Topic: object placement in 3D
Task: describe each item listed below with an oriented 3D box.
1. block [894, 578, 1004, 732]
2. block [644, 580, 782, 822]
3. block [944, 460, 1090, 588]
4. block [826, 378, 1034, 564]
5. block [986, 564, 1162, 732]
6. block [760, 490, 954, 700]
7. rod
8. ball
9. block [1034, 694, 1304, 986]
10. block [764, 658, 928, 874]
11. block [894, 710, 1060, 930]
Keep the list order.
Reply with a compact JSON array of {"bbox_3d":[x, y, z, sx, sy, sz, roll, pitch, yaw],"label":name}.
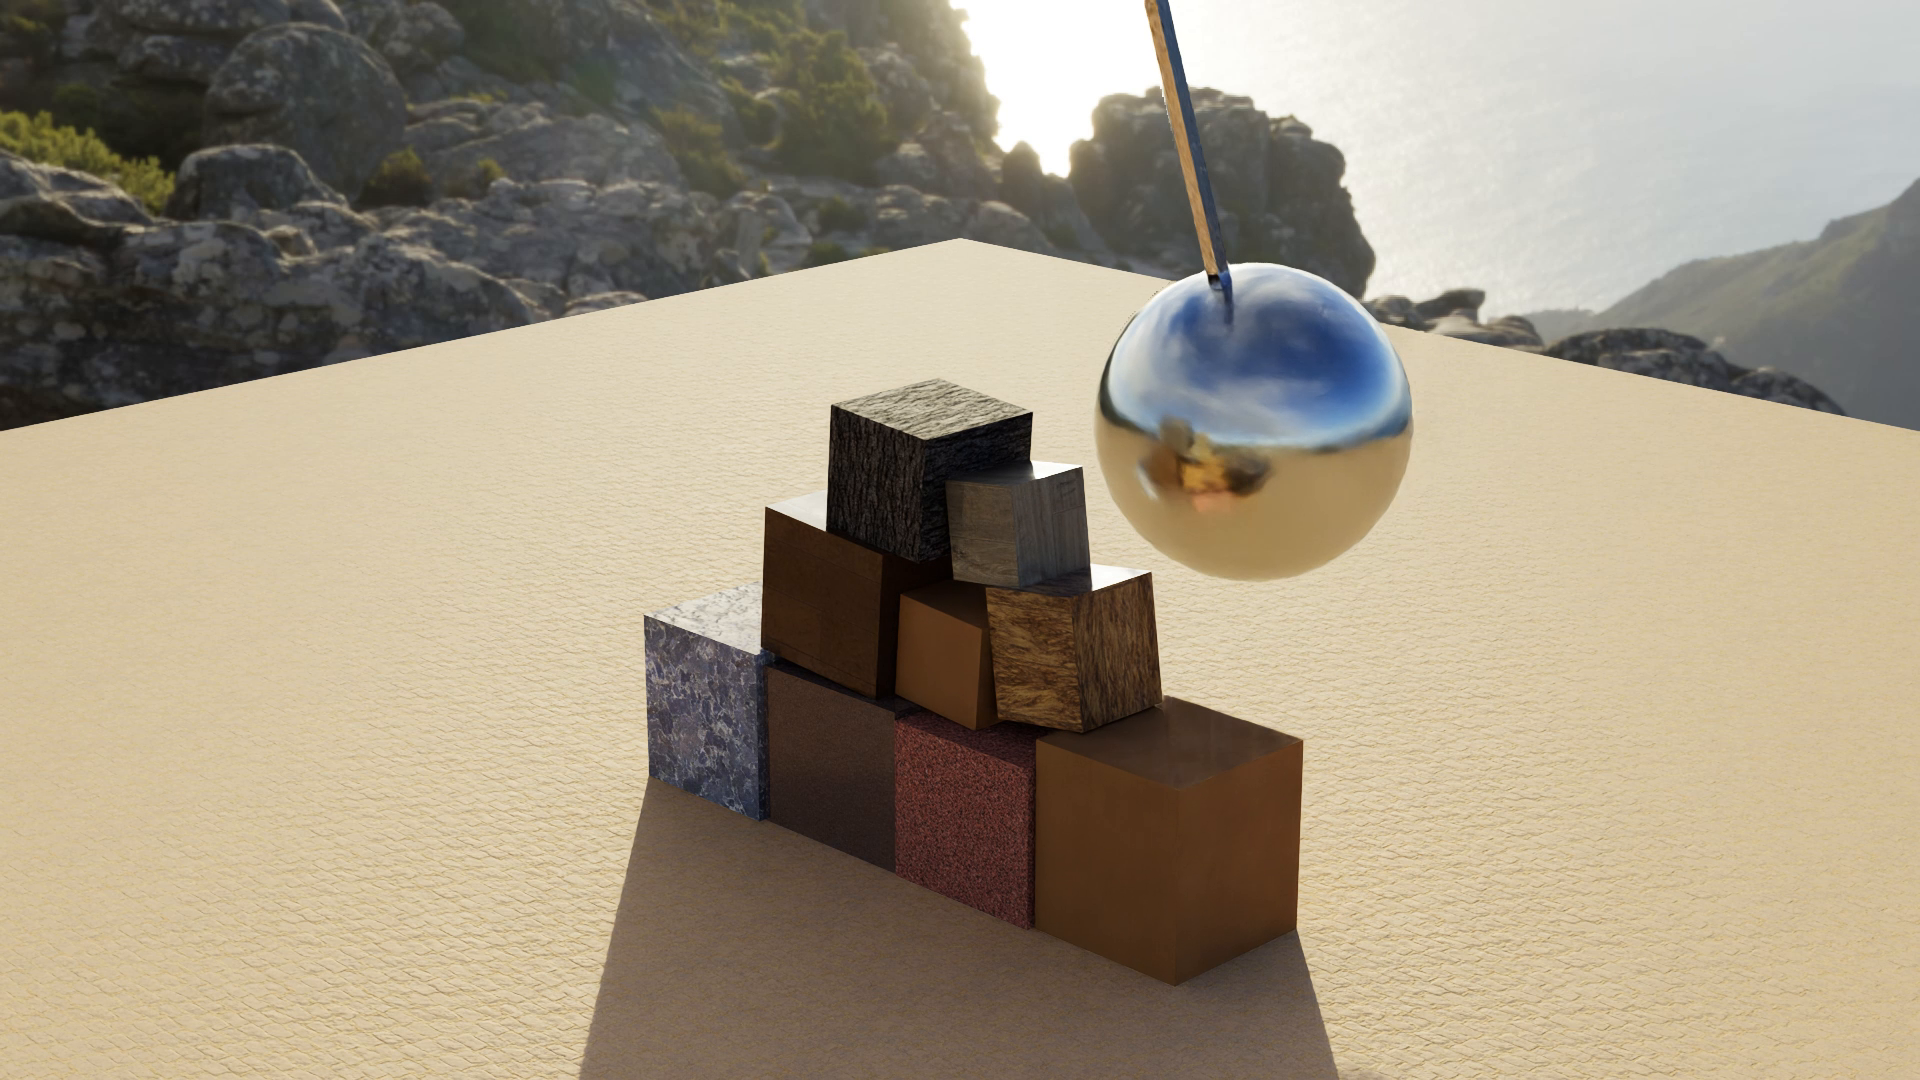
[{"bbox_3d":[0.101,0.488,13.365,0.572,0.493,0.520,-17,29,-42],"label":"block"},{"bbox_3d":[-0.924,0.757,14.522,0.939,0.848,0.832,-17,24,-42],"label":"block"},{"bbox_3d":[0.259,-0.076,13.071,0.407,0.456,0.464,7,17,45],"label":"block"},{"bbox_3d":[-0.141,-0.326,13.378,0.614,0.582,0.684,22,27,40],"label":"block"},{"bbox_3d":[0.507,0.465,12.969,0.527,0.600,0.512,-17,16,-42],"label":"block"},{"bbox_3d":[-0.371,0.205,13.770,0.777,0.711,0.795,-17,28,-42],"label":"block"},{"bbox_3d":[0.636,-3.381,12.945,0.080,5.200,0.080,17,44,42],"label":"rod"},{"bbox_3d":[1.467,-0.587,14.695,1.600,1.600,1.600,0,17,0],"label":"ball"},{"bbox_3d":[0.906,1.285,12.771,0.816,0.891,0.815,-17,24,-42],"label":"block"},{"bbox_3d":[-0.284,0.963,13.961,0.926,0.790,0.897,-17,24,-42],"label":"block"},{"bbox_3d":[0.329,1.166,13.368,0.932,0.759,0.836,-17,24,-42],"label":"block"}]
